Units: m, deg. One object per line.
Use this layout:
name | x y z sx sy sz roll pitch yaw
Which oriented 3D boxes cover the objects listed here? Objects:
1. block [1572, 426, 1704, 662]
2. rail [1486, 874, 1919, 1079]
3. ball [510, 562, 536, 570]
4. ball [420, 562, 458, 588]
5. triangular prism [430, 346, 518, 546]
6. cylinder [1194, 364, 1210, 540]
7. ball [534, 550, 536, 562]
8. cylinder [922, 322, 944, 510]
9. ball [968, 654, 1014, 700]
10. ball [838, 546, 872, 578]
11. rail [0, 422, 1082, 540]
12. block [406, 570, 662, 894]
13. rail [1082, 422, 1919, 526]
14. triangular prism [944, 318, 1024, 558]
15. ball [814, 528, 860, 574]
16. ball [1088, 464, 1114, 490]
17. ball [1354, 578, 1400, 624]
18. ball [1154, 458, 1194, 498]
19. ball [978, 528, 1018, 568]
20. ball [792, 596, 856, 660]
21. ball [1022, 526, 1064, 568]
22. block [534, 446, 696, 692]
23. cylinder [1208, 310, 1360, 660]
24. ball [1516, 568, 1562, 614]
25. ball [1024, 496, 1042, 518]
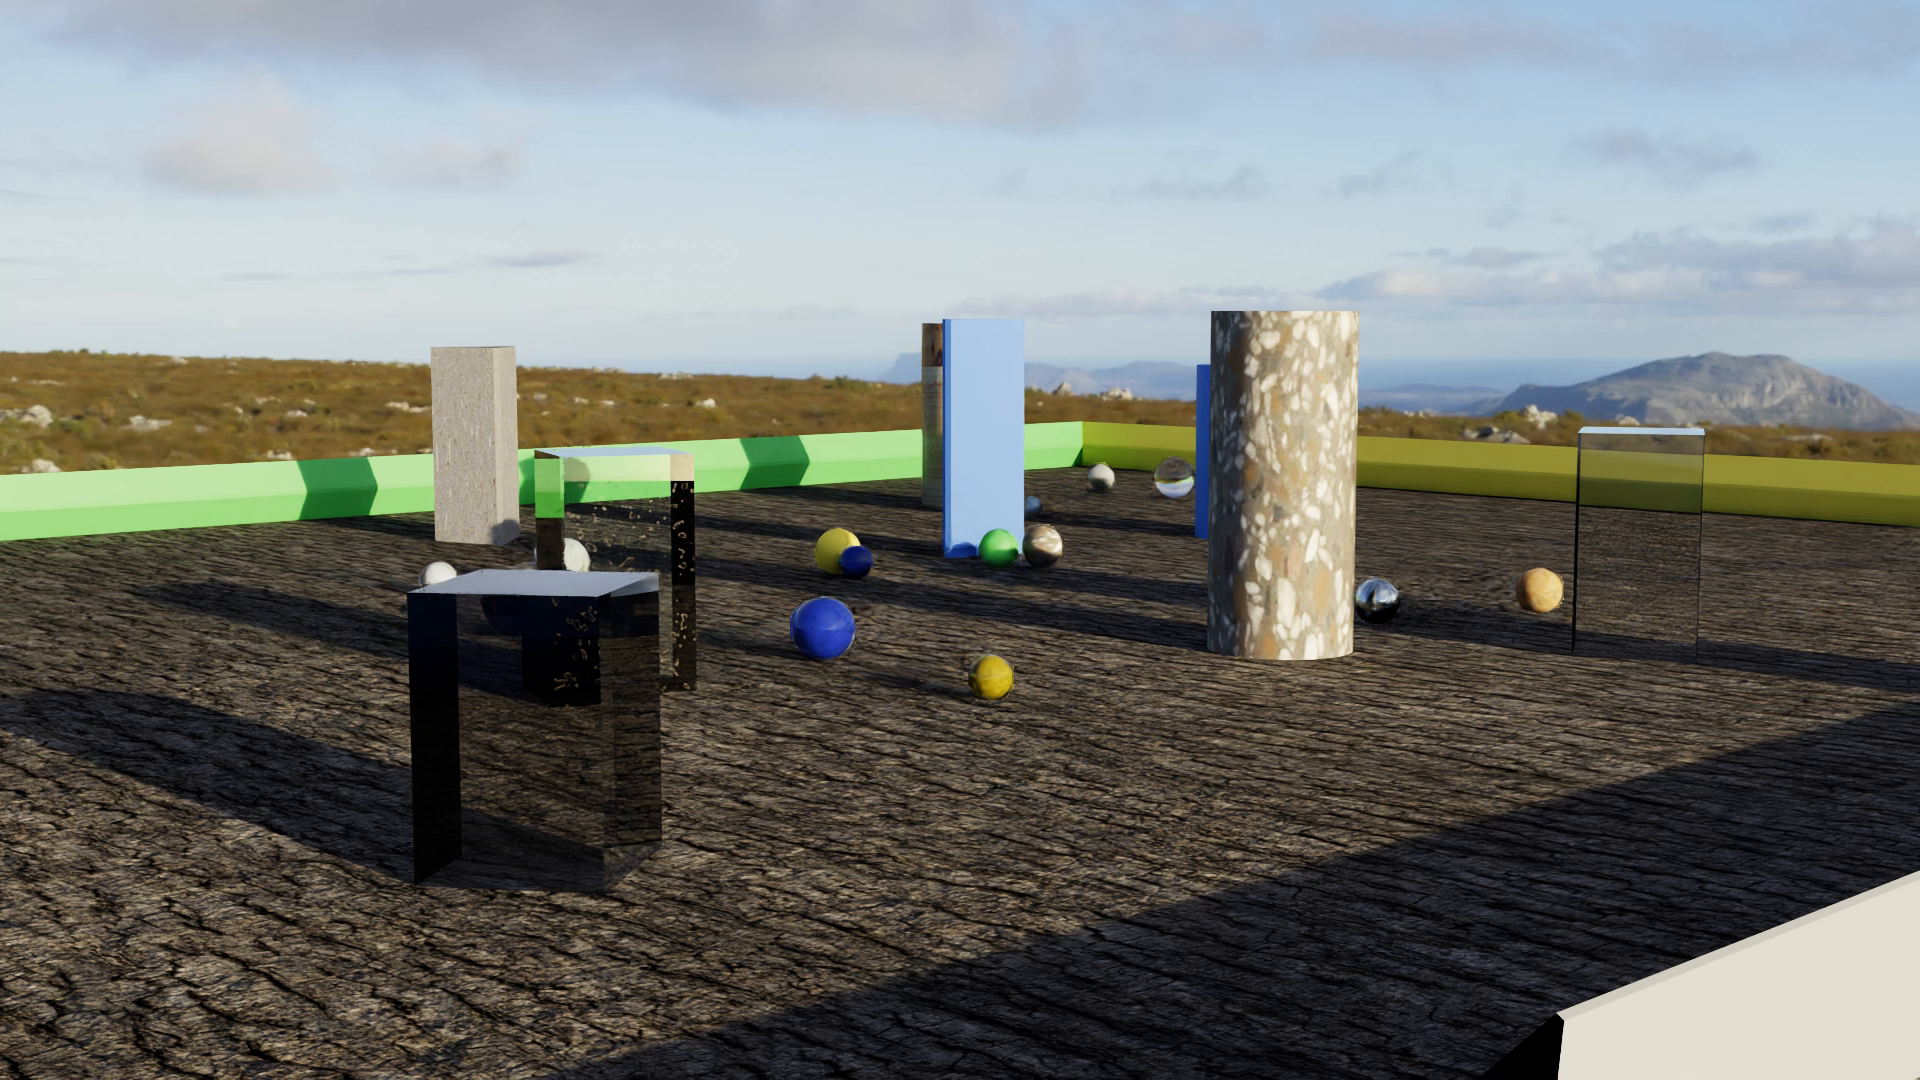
block | 0.880 0.002 2.852 0.152 0.287 0.152 2 6 18
rail | 1.276 0.177 1.957 4.457 0.124 0.045 -6 8 -42
ball | -0.594 0.078 3.044 0.095 0.095 0.095 0 6 0
ball | -0.805 0.060 3.401 0.055 0.055 0.055 0 6 0
triangular prism | -0.901 -0.185 4.225 0.165 0.371 0.143 3 7 30
cylinder | 0.555 -0.174 4.289 0.190 0.335 0.190 0 6 0
ball | -0.654 0.030 3.574 0.079 0.079 0.079 0 6 0
cylinder | 0.009 -0.281 4.941 0.190 0.411 0.190 0 6 0
ball | 0.035 0.157 2.507 0.051 0.051 0.051 0 6 0
ball | -0.172 0.036 3.629 0.056 0.056 0.056 0 6 0
rail | -1.276 -0.113 4.707 4.457 0.124 0.045 -6 8 -42
block | -0.334 0.147 1.751 0.152 0.229 0.152 1 6 9
rail | 1.620 -0.125 4.819 0.045 0.124 3.811 -6 8 -42
triangular prism | 0.010 -0.190 4.012 0.165 0.424 0.143 -4 7 -33
ball | -0.204 0.019 3.684 0.077 0.077 0.077 0 6 0
ball | 0.346 -0.154 5.392 0.064 0.064 0.064 0 6 0
ball | 0.589 0.087 3.106 0.065 0.065 0.065 0 6 0
ball | 0.504 -0.145 5.163 0.094 0.094 0.094 0 6 0
ball | 0.066 0.015 3.766 0.068 0.068 0.068 0 6 0
ball | -0.173 0.112 2.788 0.081 0.081 0.081 0 6 0
ball | 0.142 0.012 3.780 0.072 0.072 0.072 0 6 0
block | -0.407 0.034 2.595 0.152 0.277 0.152 -3 7 -23
cylinder | 0.420 -0.077 2.864 0.190 0.441 0.190 0 6 0
ball | 0.847 0.074 3.215 0.067 0.067 0.067 0 6 0
ball | 0.150 -0.068 4.657 0.047 0.047 0.047 0 6 0
